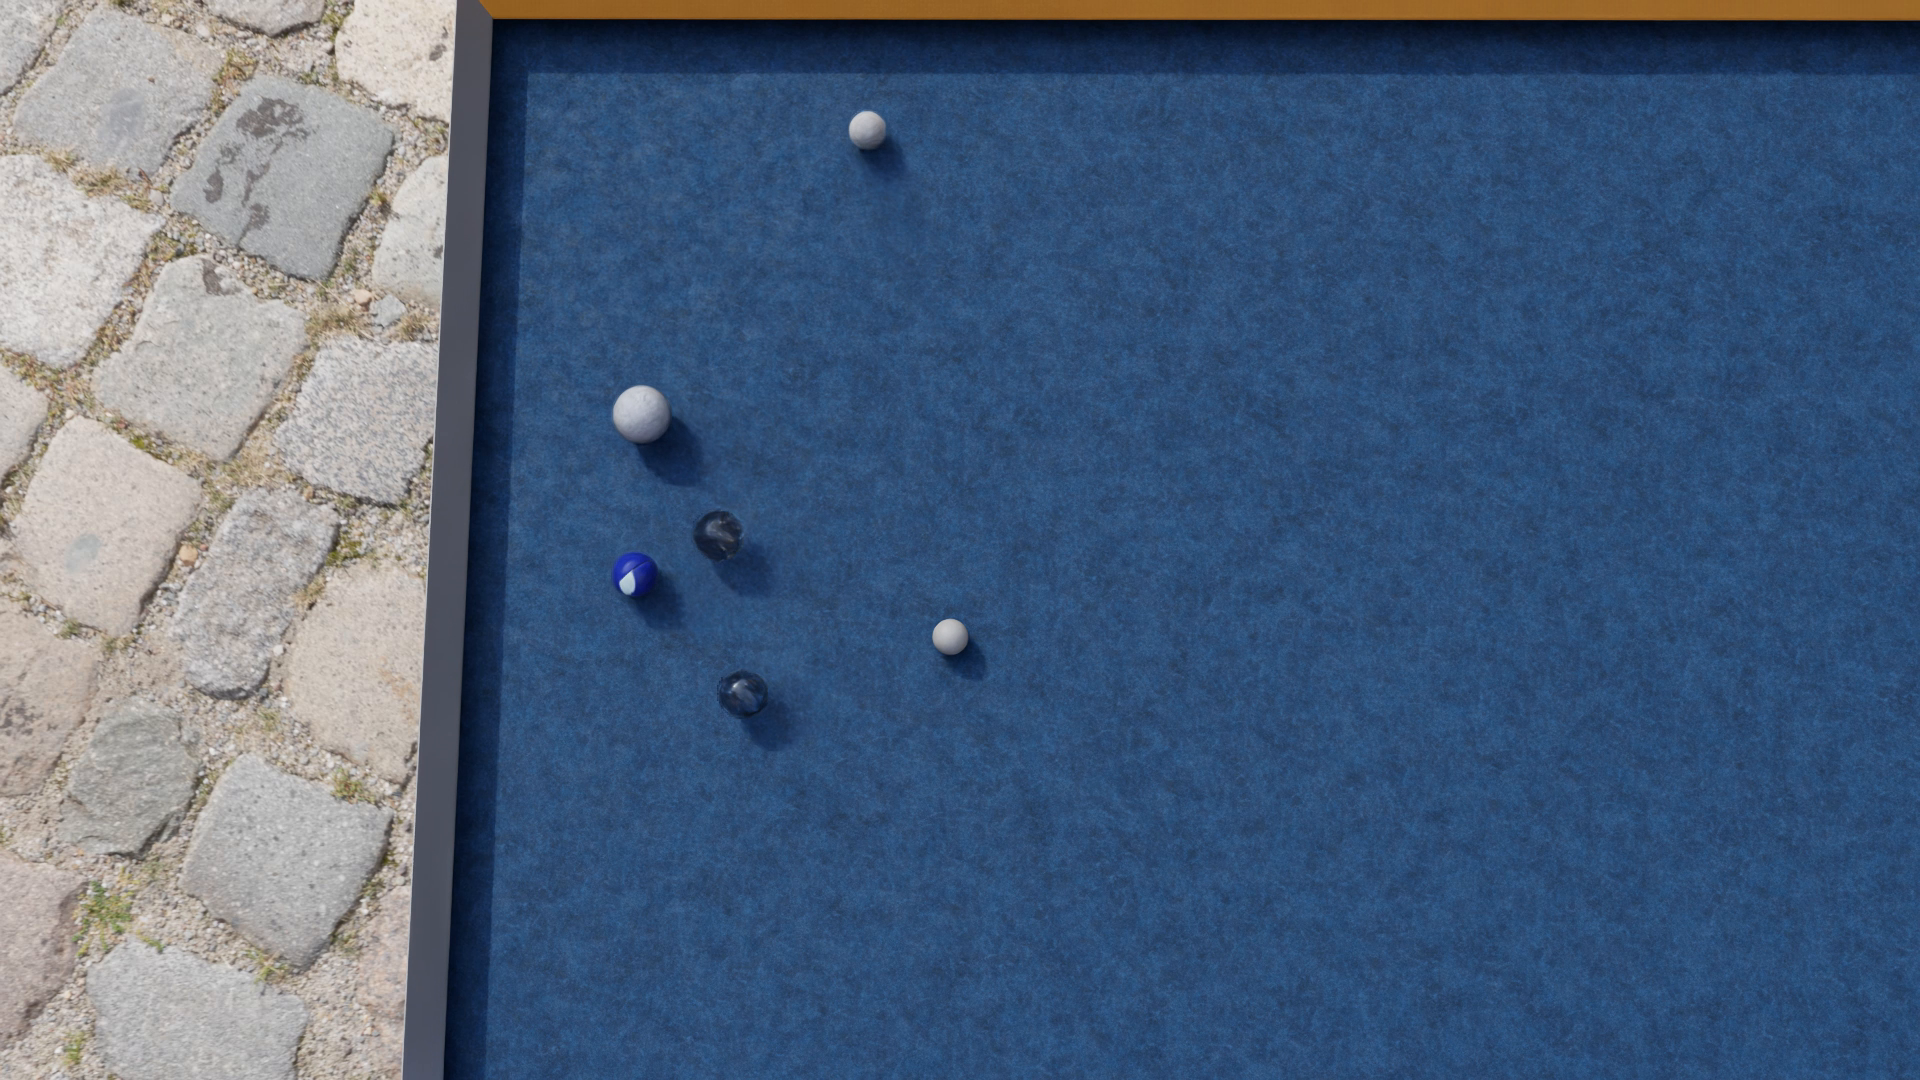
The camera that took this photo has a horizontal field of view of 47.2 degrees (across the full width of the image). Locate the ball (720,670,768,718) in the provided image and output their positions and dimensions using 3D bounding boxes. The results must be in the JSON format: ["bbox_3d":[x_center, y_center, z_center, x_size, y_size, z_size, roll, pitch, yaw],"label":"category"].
[{"bbox_3d":[-0.320,0.227,3.254,0.071,0.071,0.071,0,78,0],"label":"ball"}]

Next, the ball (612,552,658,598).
[{"bbox_3d":[-0.485,0.051,3.292,0.069,0.069,0.069,0,78,0],"label":"ball"}]

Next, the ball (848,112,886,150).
[{"bbox_3d":[-0.145,-0.640,3.439,0.059,0.059,0.059,0,78,0],"label":"ball"}]

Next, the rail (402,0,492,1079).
[{"bbox_3d":[-0.755,-0.005,3.279,0.045,0.114,1.752,0,78,0],"label":"rail"}]

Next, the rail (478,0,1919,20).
[{"bbox_3d":[0.780,-0.838,3.451,3.116,0.114,0.045,0,78,0],"label":"rail"}]

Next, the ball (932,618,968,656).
[{"bbox_3d":[-0.014,0.145,3.280,0.054,0.054,0.054,0,78,0],"label":"ball"}]

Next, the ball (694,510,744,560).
[{"bbox_3d":[-0.362,-0.007,3.300,0.076,0.076,0.076,0,78,0],"label":"ball"}]

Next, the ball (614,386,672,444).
[{"bbox_3d":[-0.481,-0.190,3.332,0.088,0.088,0.088,0,78,0],"label":"ball"}]
